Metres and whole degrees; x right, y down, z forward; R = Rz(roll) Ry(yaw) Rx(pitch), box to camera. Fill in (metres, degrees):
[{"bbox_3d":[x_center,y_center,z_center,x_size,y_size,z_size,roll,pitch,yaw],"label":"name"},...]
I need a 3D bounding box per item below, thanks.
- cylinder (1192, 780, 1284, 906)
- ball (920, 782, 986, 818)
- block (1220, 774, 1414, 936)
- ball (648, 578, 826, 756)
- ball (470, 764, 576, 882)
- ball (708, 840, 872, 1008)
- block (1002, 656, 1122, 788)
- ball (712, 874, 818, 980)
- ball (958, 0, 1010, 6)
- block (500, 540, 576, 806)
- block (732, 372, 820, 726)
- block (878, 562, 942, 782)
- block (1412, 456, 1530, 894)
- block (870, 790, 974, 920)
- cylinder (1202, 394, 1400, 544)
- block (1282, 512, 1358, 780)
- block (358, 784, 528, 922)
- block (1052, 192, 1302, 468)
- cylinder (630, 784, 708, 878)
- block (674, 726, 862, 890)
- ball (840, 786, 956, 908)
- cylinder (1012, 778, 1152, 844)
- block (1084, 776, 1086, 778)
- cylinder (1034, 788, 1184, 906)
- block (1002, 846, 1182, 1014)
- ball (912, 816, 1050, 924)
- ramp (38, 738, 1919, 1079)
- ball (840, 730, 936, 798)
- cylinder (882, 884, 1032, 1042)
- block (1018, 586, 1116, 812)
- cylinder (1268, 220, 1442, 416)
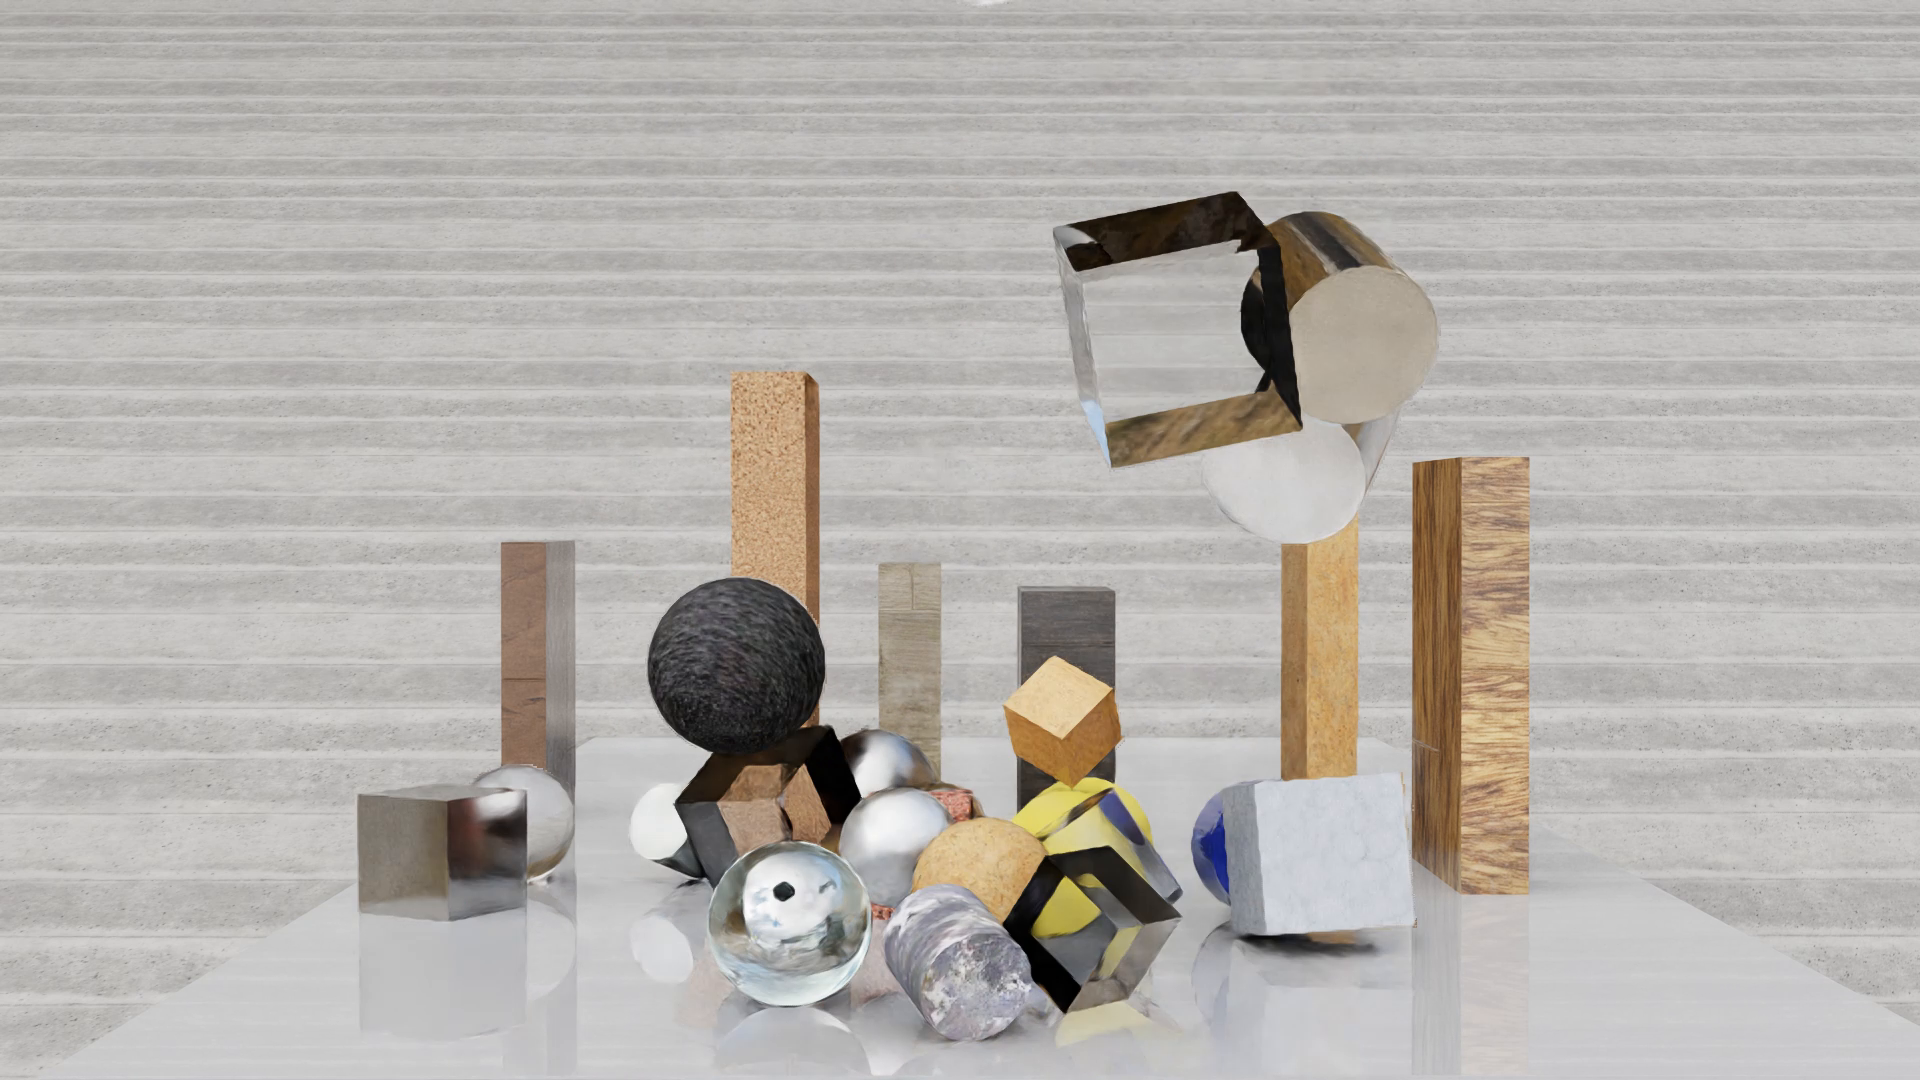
[{"bbox_3d":[0.430,0.430,3.610,0.188,0.188,0.188,-2,-5,-4],"label":"cylinder"},{"bbox_3d":[-0.027,0.458,4.111,0.144,0.144,0.144,0,28,0],"label":"ball"},{"bbox_3d":[0.469,0.416,3.416,0.194,0.194,0.194,-3,-7,-7],"label":"block"},{"bbox_3d":[-0.234,0.132,2.714,0.187,0.187,0.187,0,28,0],"label":"ball"},{"bbox_3d":[-0.686,0.439,3.987,0.184,0.184,0.184,0,28,0],"label":"ball"},{"bbox_3d":[-0.196,0.444,2.992,0.191,0.191,0.191,0,28,0],"label":"ball"},{"bbox_3d":[0.139,0.245,3.484,0.105,0.105,0.105,29,59,33],"label":"block"},{"bbox_3d":[-0.238,0.474,3.168,0.128,0.128,0.128,0,28,0],"label":"ball"},{"bbox_3d":[0.026,-0.653,2.734,0.172,0.172,0.172,0,28,0],"label":"ball"},{"bbox_3d":[-0.799,0.262,4.913,0.082,0.520,0.365,0,1,0],"label":"block"},{"bbox_3d":[-0.307,0.128,4.351,0.120,0.799,0.411,0,1,0],"label":"block"},{"bbox_3d":[-0.097,0.283,5.133,0.120,0.474,0.297,0,1,0],"label":"block"},{"bbox_3d":[0.801,0.201,4.078,0.101,0.655,0.422,0,1,0],"label":"block"},{"bbox_3d":[-0.057,0.449,3.694,0.150,0.150,0.150,-1,7,3],"label":"block"},{"bbox_3d":[0.393,-0.124,2.968,0.189,0.189,0.189,10,34,18],"label":"cylinder"},{"bbox_3d":[0.625,0.142,4.511,0.085,0.766,0.344,0,1,0],"label":"block"},{"bbox_3d":[-0.745,0.448,3.729,0.170,0.170,0.170,0,1,31],"label":"block"},{"bbox_3d":[0.199,-0.197,2.393,0.179,0.179,0.179,-12,24,-2],"label":"block"},{"bbox_3d":[-0.429,0.453,4.011,0.120,0.120,0.120,24,-7,36],"label":"cylinder"},{"bbox_3d":[-0.269,0.398,3.750,0.179,0.179,0.179,-5,29,30],"label":"block"},{"bbox_3d":[-0.078,0.401,3.374,0.159,0.159,0.159,0,28,0],"label":"ball"},{"bbox_3d":[0.164,0.437,3.613,0.194,0.194,0.194,5,1,9],"label":"cylinder"},{"bbox_3d":[0.190,0.418,3.787,0.112,0.112,0.112,30,-1,-2],"label":"block"},{"bbox_3d":[0.174,0.426,3.293,0.159,0.159,0.159,-34,-1,-1],"label":"cylinder"},{"bbox_3d":[0.144,0.437,2.909,0.124,0.124,0.124,43,25,30],"label":"block"},{"bbox_3d":[0.031,0.432,3.175,0.182,0.182,0.182,0,28,0],"label":"ball"},{"bbox_3d":[0.064,0.575,4.618,2.000,0.100,4.000,0,1,0],"label":"ramp"},{"bbox_3d":[-0.142,0.423,4.339,0.209,0.209,0.209,0,28,0],"label":"ball"},{"bbox_3d":[-0.004,0.461,2.830,0.128,0.128,0.128,-10,21,-18],"label":"cylinder"},{"bbox_3d":[0.161,0.303,3.969,0.140,0.456,0.255,0,1,0],"label":"block"},{"bbox_3d":[0.387,-0.234,2.706,0.173,0.173,0.173,-9,19,-16],"label":"cylinder"}]
